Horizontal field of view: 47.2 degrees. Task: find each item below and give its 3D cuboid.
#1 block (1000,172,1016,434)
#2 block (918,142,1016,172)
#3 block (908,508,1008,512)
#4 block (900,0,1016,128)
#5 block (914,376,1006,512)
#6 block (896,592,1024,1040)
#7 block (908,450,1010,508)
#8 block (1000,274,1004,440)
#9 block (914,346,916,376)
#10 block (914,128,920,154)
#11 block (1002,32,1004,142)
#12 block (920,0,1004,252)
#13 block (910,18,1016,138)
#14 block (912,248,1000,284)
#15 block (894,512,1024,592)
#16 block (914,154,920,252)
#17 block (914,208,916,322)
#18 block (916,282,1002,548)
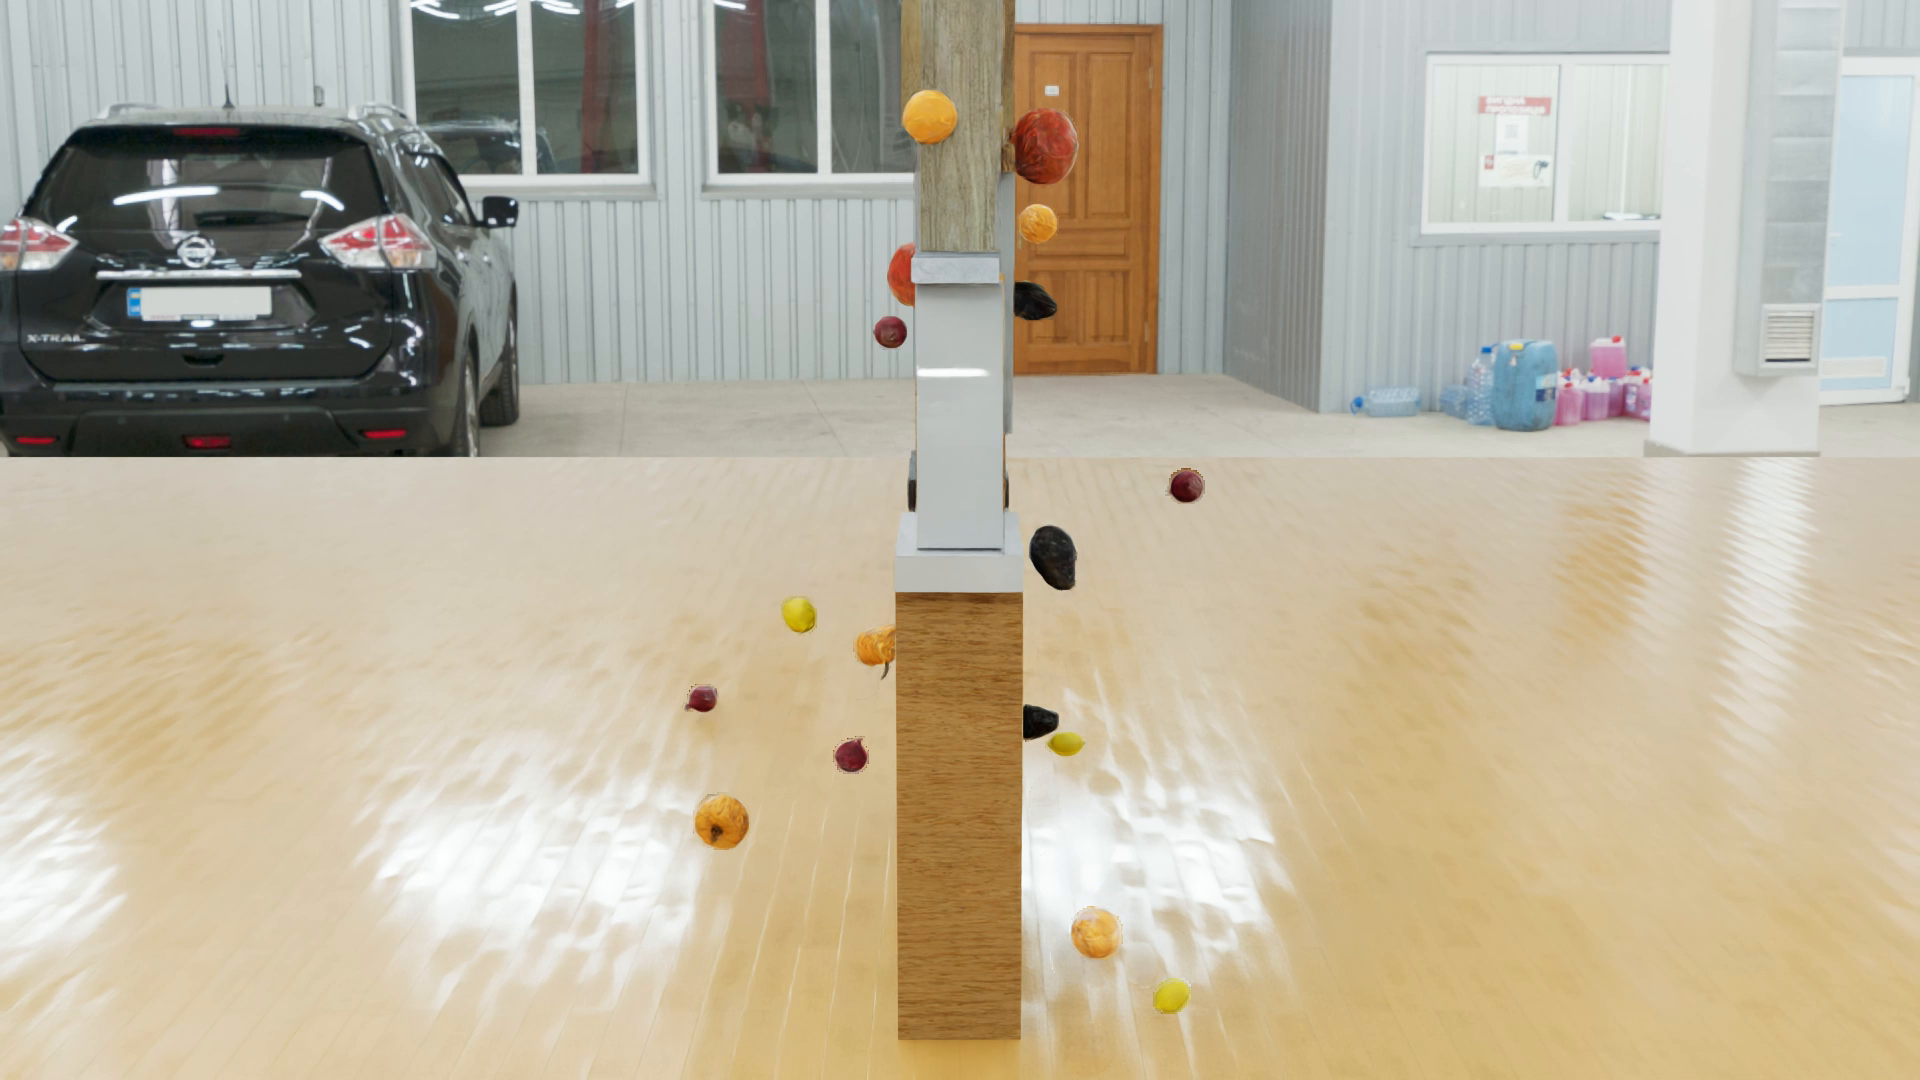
[{"bbox_3d":[0.010,-0.340,3.149,0.133,0.372,0.038,0,10,0],"label":"block"},{"bbox_3d":[0.007,-0.558,3.196,0.133,0.038,0.266,0,11,-2],"label":"block"},{"bbox_3d":[-0.003,0.104,3.822,0.172,0.344,0.049,0,10,0],"label":"block"},{"bbox_3d":[-0.002,-0.809,3.373,0.172,0.345,0.049,1,11,0],"label":"block"},{"bbox_3d":[0.001,-0.104,3.373,0.137,0.308,0.039,0,10,0],"label":"block"},{"bbox_3d":[-0.001,0.377,3.044,0.172,0.647,0.049,0,11,0],"label":"block"},{"bbox_3d":[-0.003,-0.110,3.899,0.172,0.049,0.344,0,11,0],"label":"block"},{"bbox_3d":[0.004,-0.256,3.082,0.115,0.230,0.033,0,5,1],"label":"block"},{"bbox_3d":[0.000,-0.291,3.432,0.137,0.039,0.274,0,11,0],"label":"block"},{"bbox_3d":[-0.002,-0.629,3.462,0.136,0.039,0.273,0,10,0],"label":"block"},{"bbox_3d":[0.008,-0.672,3.117,0.107,0.214,0.030,0,8,-1],"label":"block"},{"bbox_3d":[0.002,-0.579,3.015,0.107,0.362,0.030,4,10,18],"label":"block"},{"bbox_3d":[0.004,-0.840,3.599,0.172,0.361,0.049,0,11,-1],"label":"block"},{"bbox_3d":[-0.003,-0.376,3.004,0.115,0.033,0.230,0,11,2],"label":"block"},{"bbox_3d":[-0.001,0.014,3.093,0.172,0.049,0.345,0,11,0],"label":"block"},{"bbox_3d":[-0.001,-0.452,3.401,0.136,0.287,0.039,0,10,0],"label":"block"},{"bbox_3d":[-0.006,-0.492,3.578,0.136,0.273,0.039,-1,11,-3],"label":"block"},{"bbox_3d":[-0.001,-0.168,2.961,0.115,0.357,0.033,0,4,-1],"label":"block"}]
